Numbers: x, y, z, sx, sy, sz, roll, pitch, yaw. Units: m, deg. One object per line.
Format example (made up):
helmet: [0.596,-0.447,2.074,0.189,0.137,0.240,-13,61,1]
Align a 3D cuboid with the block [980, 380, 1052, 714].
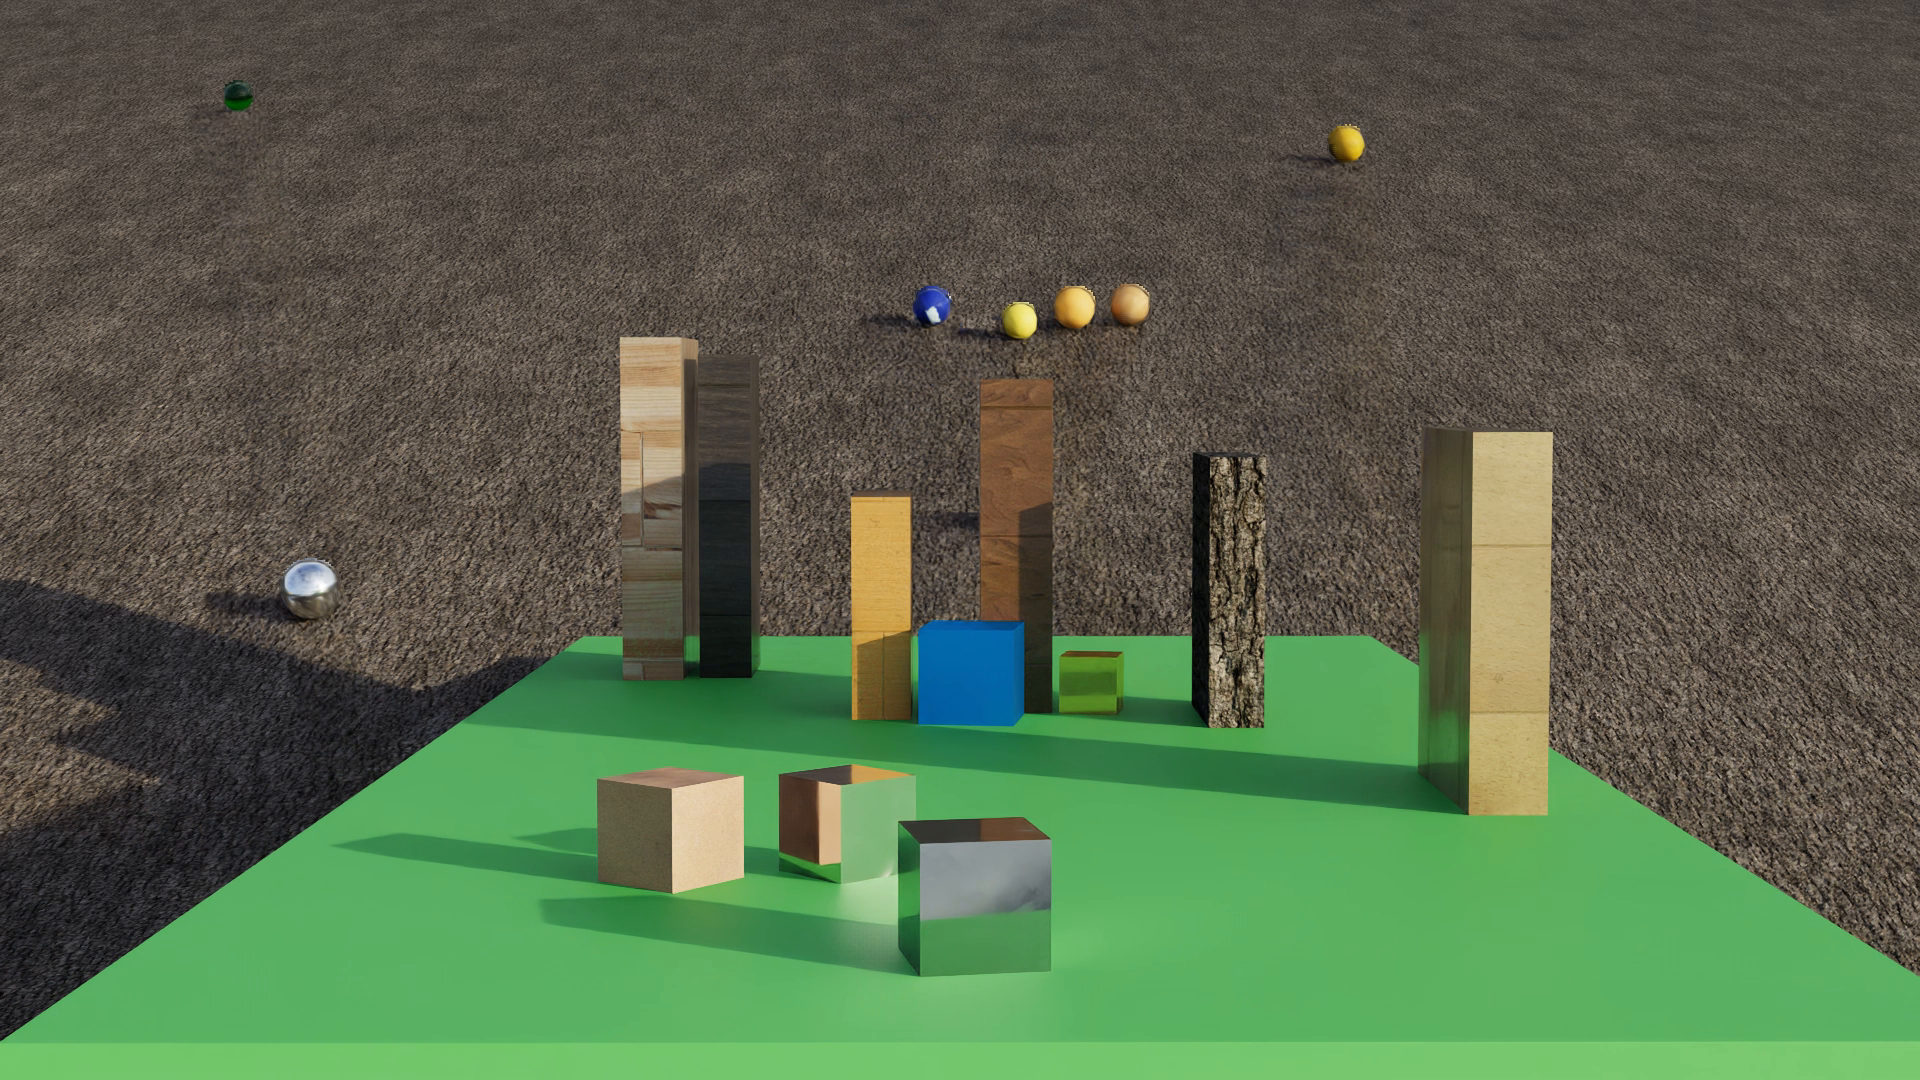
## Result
block: [0.110,0.006,5.130,0.140,0.652,0.246,0,4,0]

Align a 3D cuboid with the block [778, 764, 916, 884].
block: [-0.150,0.376,3.414,0.129,0.129,0.129,-3,5,-42]

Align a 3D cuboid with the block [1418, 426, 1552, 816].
block: [0.821,0.113,4.044,0.118,0.574,0.424,0,4,0]

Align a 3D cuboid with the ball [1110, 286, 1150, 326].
ball: [0.644,-0.887,9.721,0.149,0.149,0.149,0,20,0]

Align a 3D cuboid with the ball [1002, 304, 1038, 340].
ball: [0.223,-0.811,9.538,0.130,0.130,0.130,0,20,0]

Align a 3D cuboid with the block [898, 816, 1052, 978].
block: [0.015,0.400,2.893,0.147,0.147,0.147,-1,4,-11]

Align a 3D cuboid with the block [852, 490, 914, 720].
block: [-0.152,0.122,5.076,0.113,0.428,0.312,0,4,0]

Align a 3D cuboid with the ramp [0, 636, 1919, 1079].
ramp: [0.047,0.420,4.534,2.000,0.100,4.000,0,4,0]

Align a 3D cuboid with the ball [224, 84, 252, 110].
ball: [-3.910,-2.399,13.904,0.149,0.149,0.149,0,20,0]

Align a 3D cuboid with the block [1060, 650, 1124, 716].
block: [0.259,0.281,5.056,0.113,0.113,0.113,1,4,11]

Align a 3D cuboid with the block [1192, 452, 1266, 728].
block: [0.518,0.088,4.970,0.104,0.507,0.347,0,4,0]

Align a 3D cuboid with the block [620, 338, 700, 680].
block: [-0.667,-0.078,5.743,0.130,0.743,0.382,0,4,0]

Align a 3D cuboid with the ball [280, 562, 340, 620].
ball: [-1.741,0.135,6.885,0.156,0.156,0.156,0,20,0]

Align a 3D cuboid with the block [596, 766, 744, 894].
block: [-0.378,0.377,3.358,0.134,0.134,0.134,3,5,37]

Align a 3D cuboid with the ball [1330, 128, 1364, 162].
ball: [1.897,-1.938,12.597,0.171,0.171,0.171,0,20,0]

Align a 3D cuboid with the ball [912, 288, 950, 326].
ball: [-0.108,-0.879,9.711,0.142,0.142,0.142,0,20,0]

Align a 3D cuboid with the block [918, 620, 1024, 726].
block: [0.023,0.254,4.933,0.181,0.181,0.181,0,4,8]

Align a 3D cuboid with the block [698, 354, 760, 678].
block: [-0.514,-0.059,5.728,0.114,0.707,0.258,0,4,0]

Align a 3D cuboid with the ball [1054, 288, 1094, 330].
ball: [0.429,-0.872,9.672,0.155,0.155,0.155,0,20,0]
